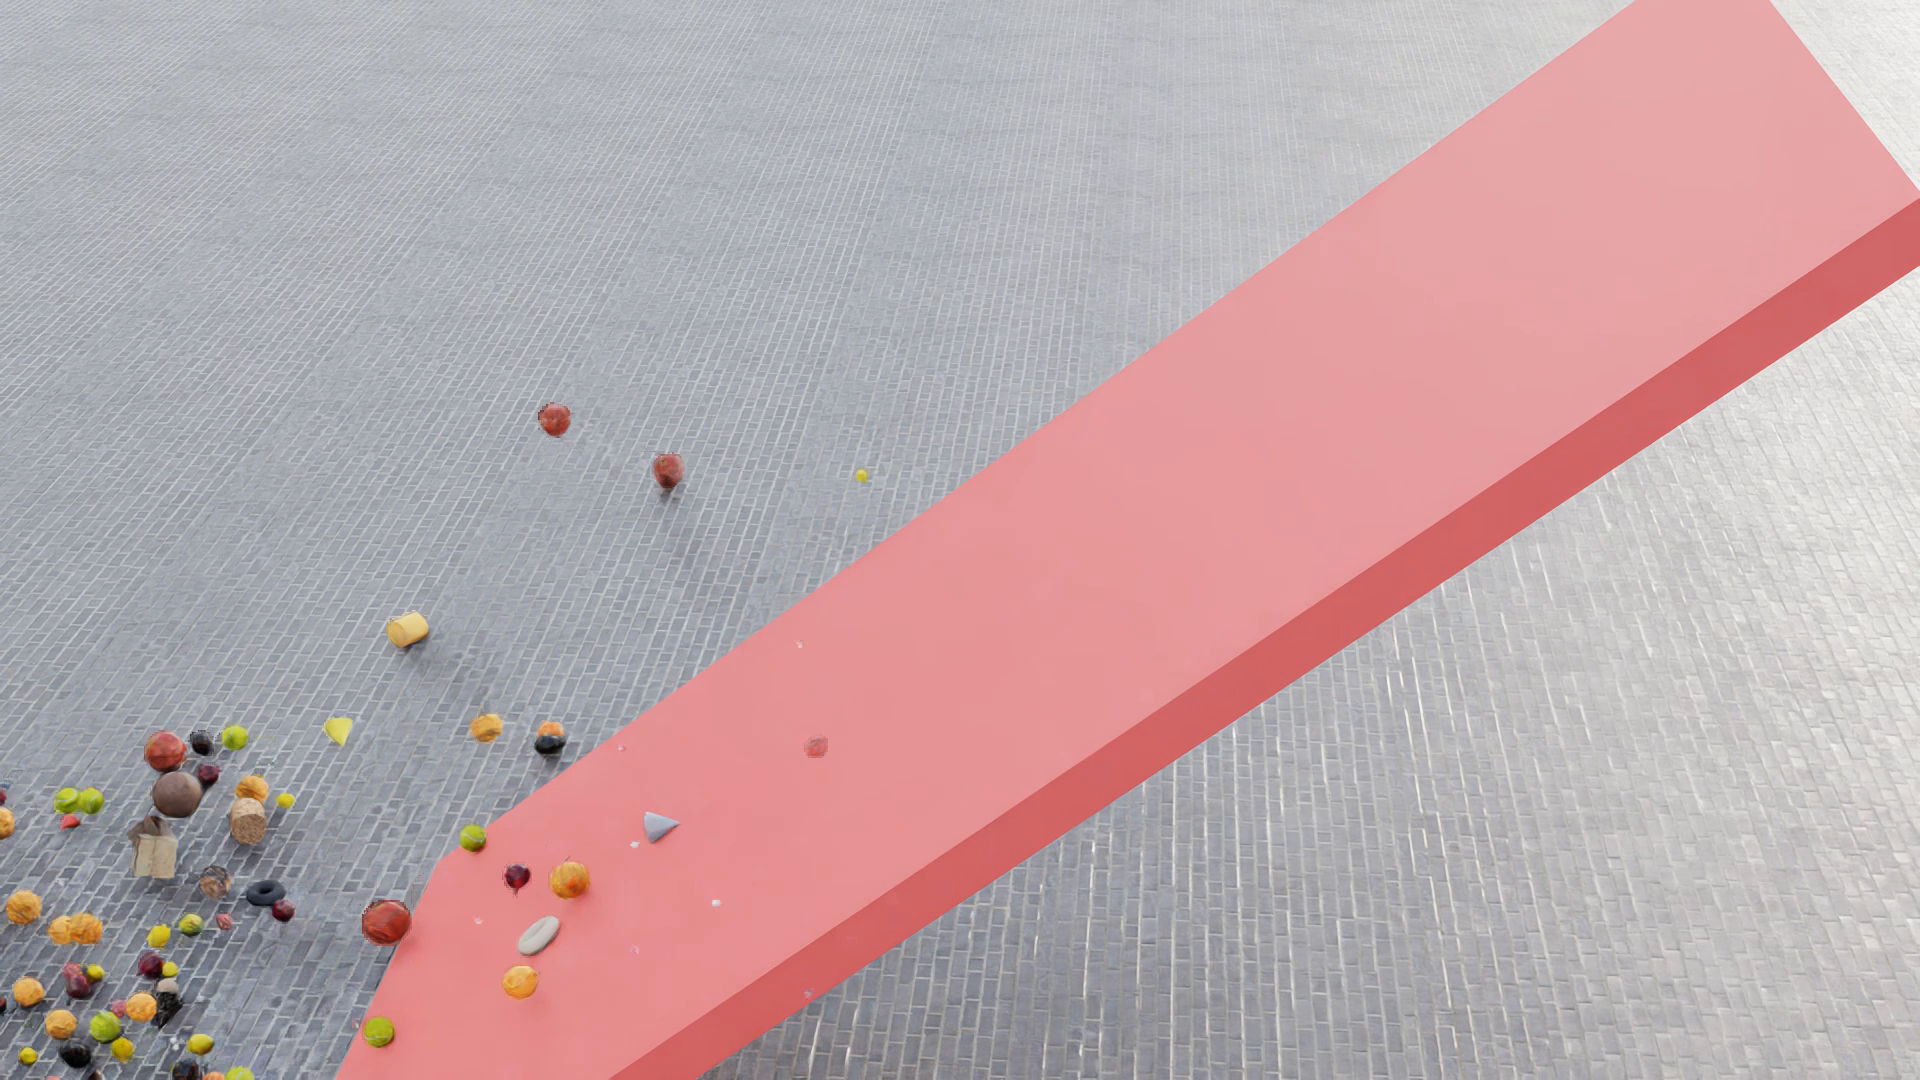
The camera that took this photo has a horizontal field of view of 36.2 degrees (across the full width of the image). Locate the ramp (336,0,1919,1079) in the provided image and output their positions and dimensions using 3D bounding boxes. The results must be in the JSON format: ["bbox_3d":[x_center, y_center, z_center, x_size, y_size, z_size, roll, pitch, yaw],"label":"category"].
[{"bbox_3d":[0.123,0.183,6.335,4.000,0.100,2.000,-35,16,18],"label":"ramp"}]

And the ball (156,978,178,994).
[{"bbox_3d":[-1.981,1.123,7.353,0.054,0.054,0.054,0,23,0],"label":"ball"}]

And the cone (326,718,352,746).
[{"bbox_3d":[-1.818,0.576,8.636,0.080,0.080,0.080,-7,52,-16],"label":"cone"}]

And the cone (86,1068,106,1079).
[{"bbox_3d":[-2.016,1.311,6.931,0.096,0.096,0.096,32,29,5],"label":"cone"}]

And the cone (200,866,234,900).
[{"bbox_3d":[-1.959,0.904,7.833,0.091,0.091,0.091,8,5,18],"label":"cone"}]

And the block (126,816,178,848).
[{"bbox_3d":[-2.190,0.806,7.974,0.081,0.081,0.081,52,4,16],"label":"block"}]

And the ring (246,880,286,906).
[{"bbox_3d":[-1.843,0.938,7.804,0.104,0.035,0.104,0,24,0],"label":"ring"}]

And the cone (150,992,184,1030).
[{"bbox_3d":[-1.967,1.173,7.256,0.084,0.084,0.084,1,49,2],"label":"cone"}]

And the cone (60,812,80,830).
[{"bbox_3d":[-2.477,0.789,8.153,0.052,0.052,0.052,21,55,39],"label":"cone"}]

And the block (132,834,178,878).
[{"bbox_3d":[-2.147,0.844,7.847,0.099,0.099,0.099,8,-1,-20],"label":"block"}]

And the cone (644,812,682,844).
[{"bbox_3d":[-0.667,0.646,6.663,0.074,0.074,0.074,-9,22,11],"label":"cone"}]

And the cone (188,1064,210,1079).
[{"bbox_3d":[-1.801,1.289,7.006,0.055,0.055,0.055,39,37,16],"label":"cone"}]

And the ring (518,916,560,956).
[{"bbox_3d":[-0.950,0.895,6.640,0.113,0.038,0.113,-36,16,12],"label":"ring"}]

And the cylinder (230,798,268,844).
[{"bbox_3d":[-1.962,0.774,8.105,0.095,0.095,0.095,-7,24,-16],"label":"cylinder"}]

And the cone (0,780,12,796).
[{"bbox_3d":[-2.732,0.684,8.276,0.089,0.089,0.089,-38,16,13],"label":"cone"}]
